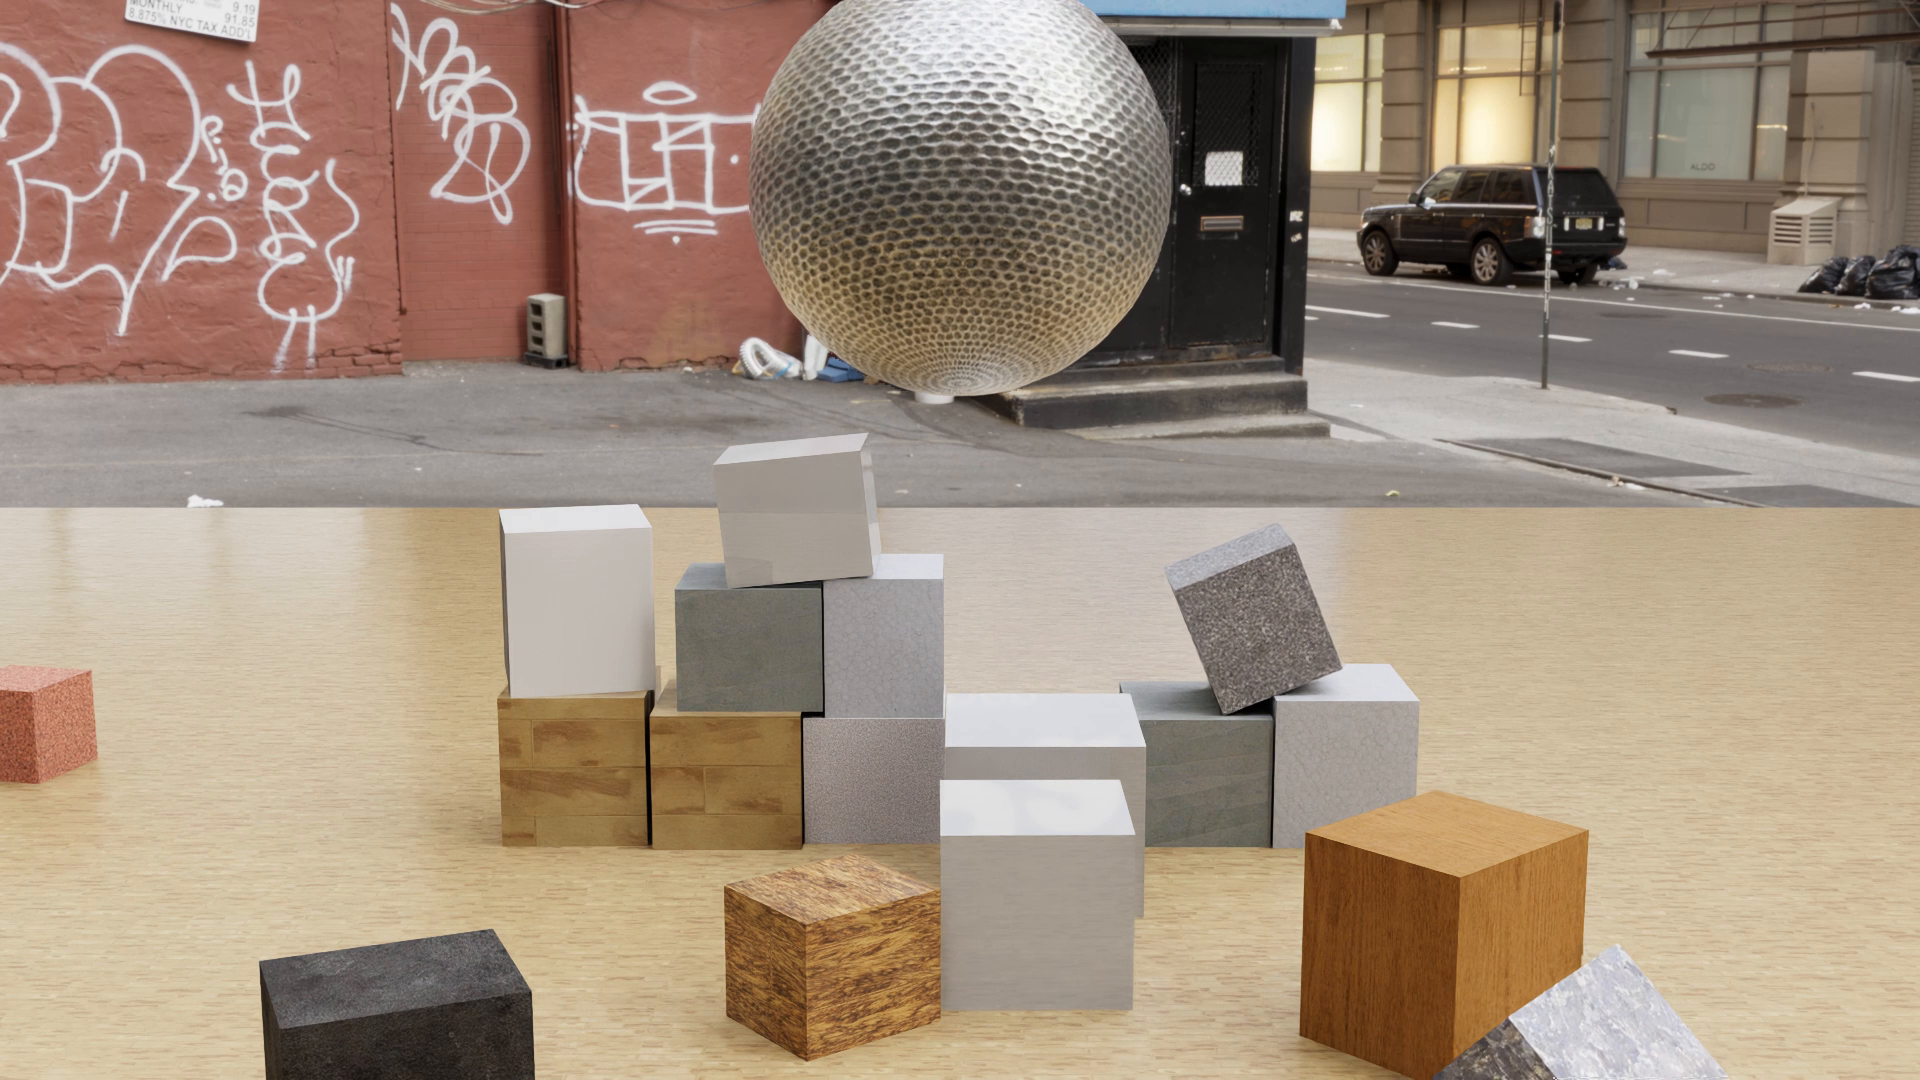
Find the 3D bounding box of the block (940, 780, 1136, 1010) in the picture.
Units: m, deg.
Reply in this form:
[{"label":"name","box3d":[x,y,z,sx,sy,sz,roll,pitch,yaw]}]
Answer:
[{"label":"block","box3d":[0.310,1.486,9.306,0.786,0.746,0.778,0,10,-1]}]

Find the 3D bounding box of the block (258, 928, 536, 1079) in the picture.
[{"label":"block","box3d":[-1.920,1.828,7.509,0.806,0.717,0.644,-4,11,-23]}]

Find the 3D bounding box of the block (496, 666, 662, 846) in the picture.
[{"label":"block","box3d":[-1.942,1.103,11.350,0.729,0.768,0.695,0,10,-1]}]

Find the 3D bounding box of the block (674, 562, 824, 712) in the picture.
[{"label":"block","box3d":[-1.050,0.487,11.276,0.726,0.622,0.707,0,10,0]}]

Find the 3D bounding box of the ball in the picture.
[{"label":"ball","box3d":[0.000,-1.344,8.292,1.600,1.600,1.600,0,10,0]}]

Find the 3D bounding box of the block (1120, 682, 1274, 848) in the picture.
[{"label":"block","box3d":[1.206,1.150,11.399,0.710,0.659,0.796,0,10,0]}]

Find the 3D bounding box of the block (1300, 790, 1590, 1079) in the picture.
[{"label":"block","box3d":[1.906,1.552,8.675,0.848,0.842,0.725,-9,14,-41]}]

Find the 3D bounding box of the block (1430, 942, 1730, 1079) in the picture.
[{"label":"block","box3d":[1.796,1.819,6.570,0.757,0.769,0.745,-12,59,-49]}]

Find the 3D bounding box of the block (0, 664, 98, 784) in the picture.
[{"label":"block","box3d":[-5.279,1.034,12.415,0.529,0.524,0.528,3,11,14]}]

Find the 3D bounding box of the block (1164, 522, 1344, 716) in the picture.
[{"label":"block","box3d":[1.487,0.395,11.236,0.638,0.691,0.596,-22,10,4]}]

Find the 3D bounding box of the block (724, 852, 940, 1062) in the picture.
[{"label":"block","box3d":[-0.513,1.664,8.860,0.652,0.557,0.579,-8,13,-38]}]

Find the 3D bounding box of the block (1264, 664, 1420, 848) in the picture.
[{"label":"block","box3d":[1.927,1.104,11.363,0.710,0.763,0.784,0,10,0]}]

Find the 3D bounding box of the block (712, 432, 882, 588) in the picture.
[{"label":"block","box3d":[-0.812,-0.158,11.147,0.728,0.622,0.664,-5,10,2]}]

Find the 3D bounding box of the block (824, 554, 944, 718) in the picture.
[{"label":"block","box3d":[-0.381,0.482,11.282,0.592,0.711,0.669,0,10,0]}]

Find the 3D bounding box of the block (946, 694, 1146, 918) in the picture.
[{"label":"block","box3d":[0.388,1.243,10.469,0.906,0.808,0.971,0,10,0]}]

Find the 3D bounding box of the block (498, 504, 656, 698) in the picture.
[{"label":"block","box3d":[-1.971,0.299,11.295,0.721,0.834,0.722,-3,11,-14]}]

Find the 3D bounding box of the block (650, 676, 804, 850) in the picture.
[{"label":"block","box3d":[-1.167,1.138,11.370,0.746,0.692,0.842,0,10,0]}]

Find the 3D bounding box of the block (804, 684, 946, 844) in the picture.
[{"label":"block","box3d":[-0.430,1.153,11.403,0.710,0.652,0.695,0,10,0]}]
